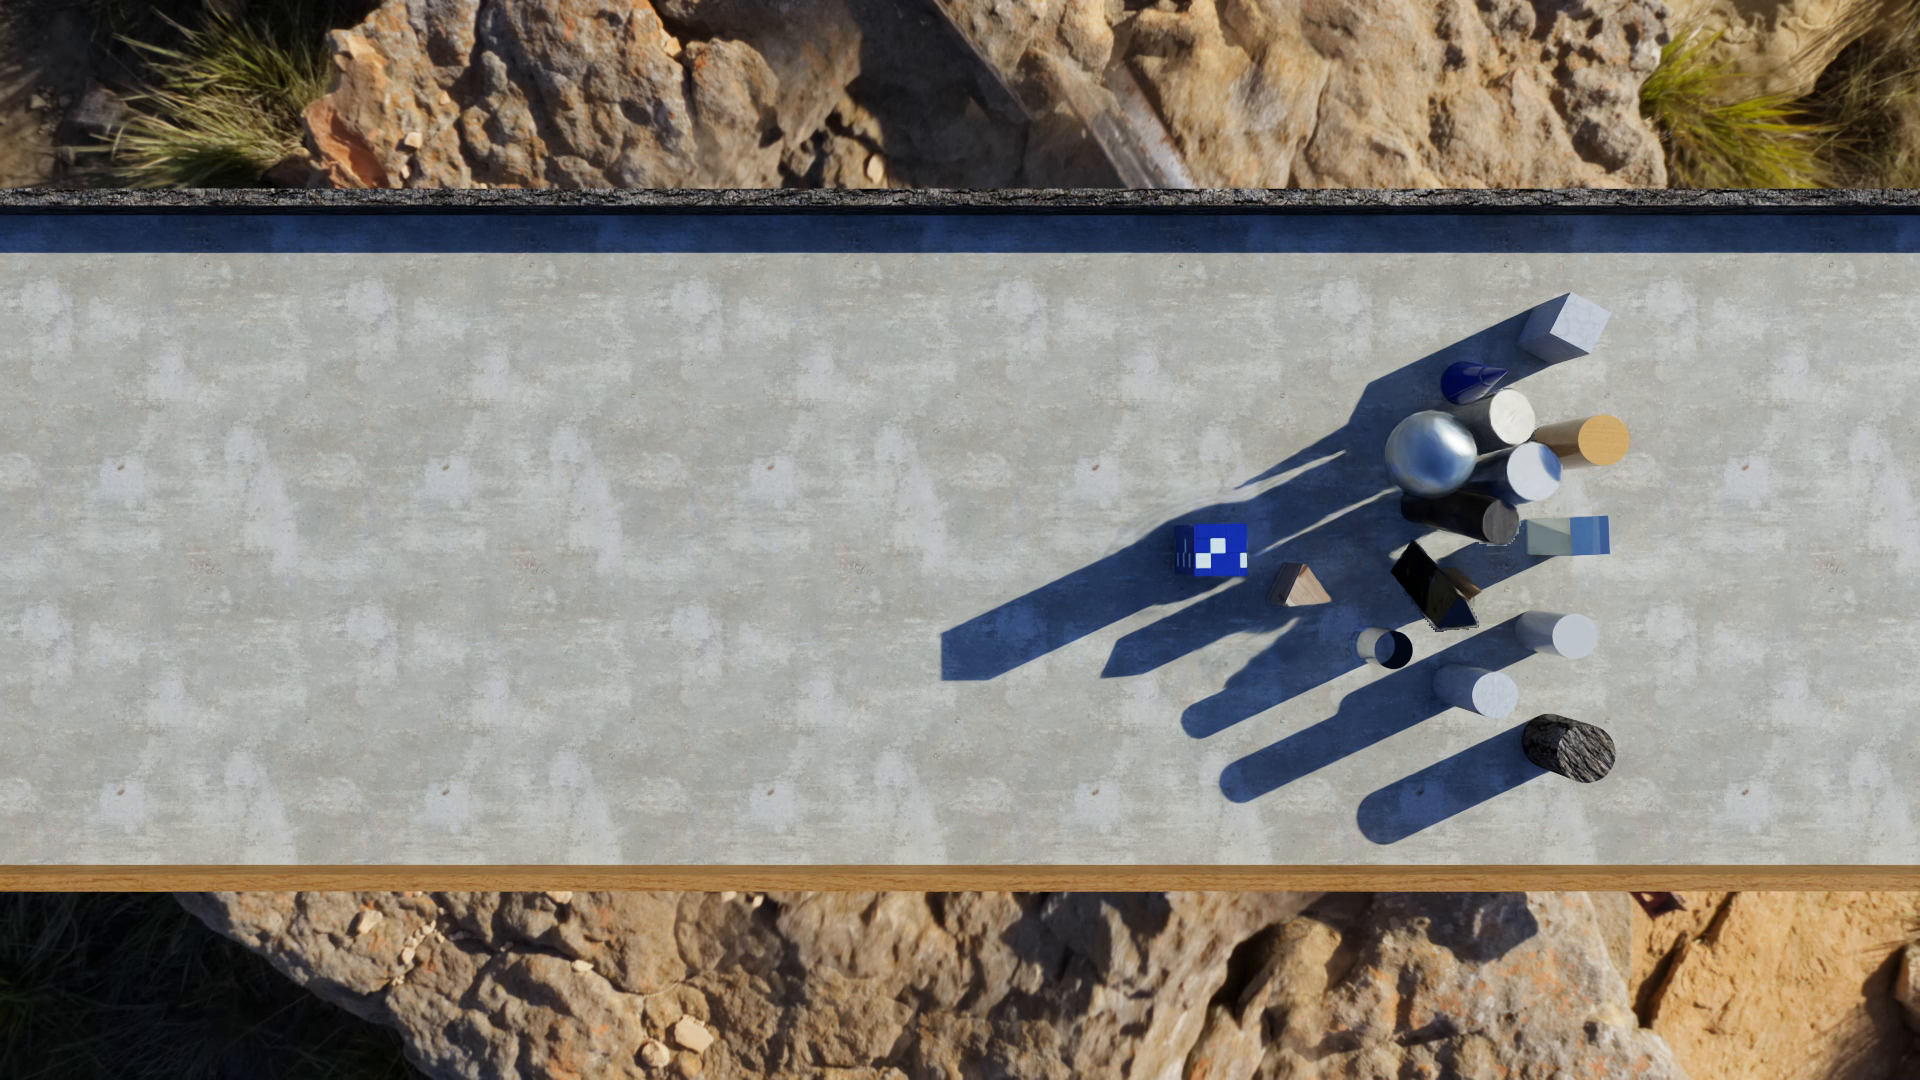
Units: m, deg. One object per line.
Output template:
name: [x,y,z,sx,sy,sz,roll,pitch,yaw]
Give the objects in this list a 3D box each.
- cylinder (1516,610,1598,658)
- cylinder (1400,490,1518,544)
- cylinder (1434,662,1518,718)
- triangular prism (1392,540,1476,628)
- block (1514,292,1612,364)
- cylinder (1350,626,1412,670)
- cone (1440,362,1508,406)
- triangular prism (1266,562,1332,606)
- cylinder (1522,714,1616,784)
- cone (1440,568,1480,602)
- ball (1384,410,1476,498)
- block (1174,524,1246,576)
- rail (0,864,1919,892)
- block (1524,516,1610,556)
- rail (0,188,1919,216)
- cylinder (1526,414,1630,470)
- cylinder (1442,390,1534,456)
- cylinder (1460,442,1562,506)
cylinder: [1.773,0.278,4.916,0.130,0.321,0.130,0,90,0]
cylinder: [1.472,-0.085,4.881,0.130,0.371,0.130,-5,102,-22]
cylinder: [1.521,0.442,4.882,0.131,0.389,0.131,0,90,0]
triangular prism: [1.407,0.124,4.891,0.123,0.347,0.107,-5,118,-7]
block: [1.797,-0.629,4.925,0.133,0.302,0.133,27,90,0]
cylinder: [1.254,0.318,4.923,0.112,0.306,0.112,0,90,0]
cone: [1.548,-0.480,4.861,0.139,0.430,0.139,0,90,0]
triangular prism: [1.003,0.126,4.926,0.132,0.301,0.115,-6,90,0]
cylinder: [1.814,0.619,4.926,0.170,0.300,0.170,0,90,0]
cone: [1.505,0.150,4.917,0.127,0.319,0.127,0,90,0]
ball: [1.344,-0.244,4.711,0.253,0.253,0.253,0,90,0]
block: [0.735,0.028,4.864,0.147,0.425,0.147,-1,90,0]
rail: [-2.247,1.025,5.001,12.000,0.150,0.050,0,90,0]
block: [1.796,-0.012,4.890,0.110,0.373,0.110,-3,90,0]
rail: [-2.247,-1.025,5.002,12.000,0.150,0.050,0,90,0]
cylinder: [1.813,-0.282,4.860,0.144,0.433,0.144,0,90,0]
cylinder: [1.487,-0.319,4.857,0.158,0.409,0.158,4,80,-22]
cylinder: [1.598,-0.180,4.875,0.167,0.377,0.167,1,85,-11]
